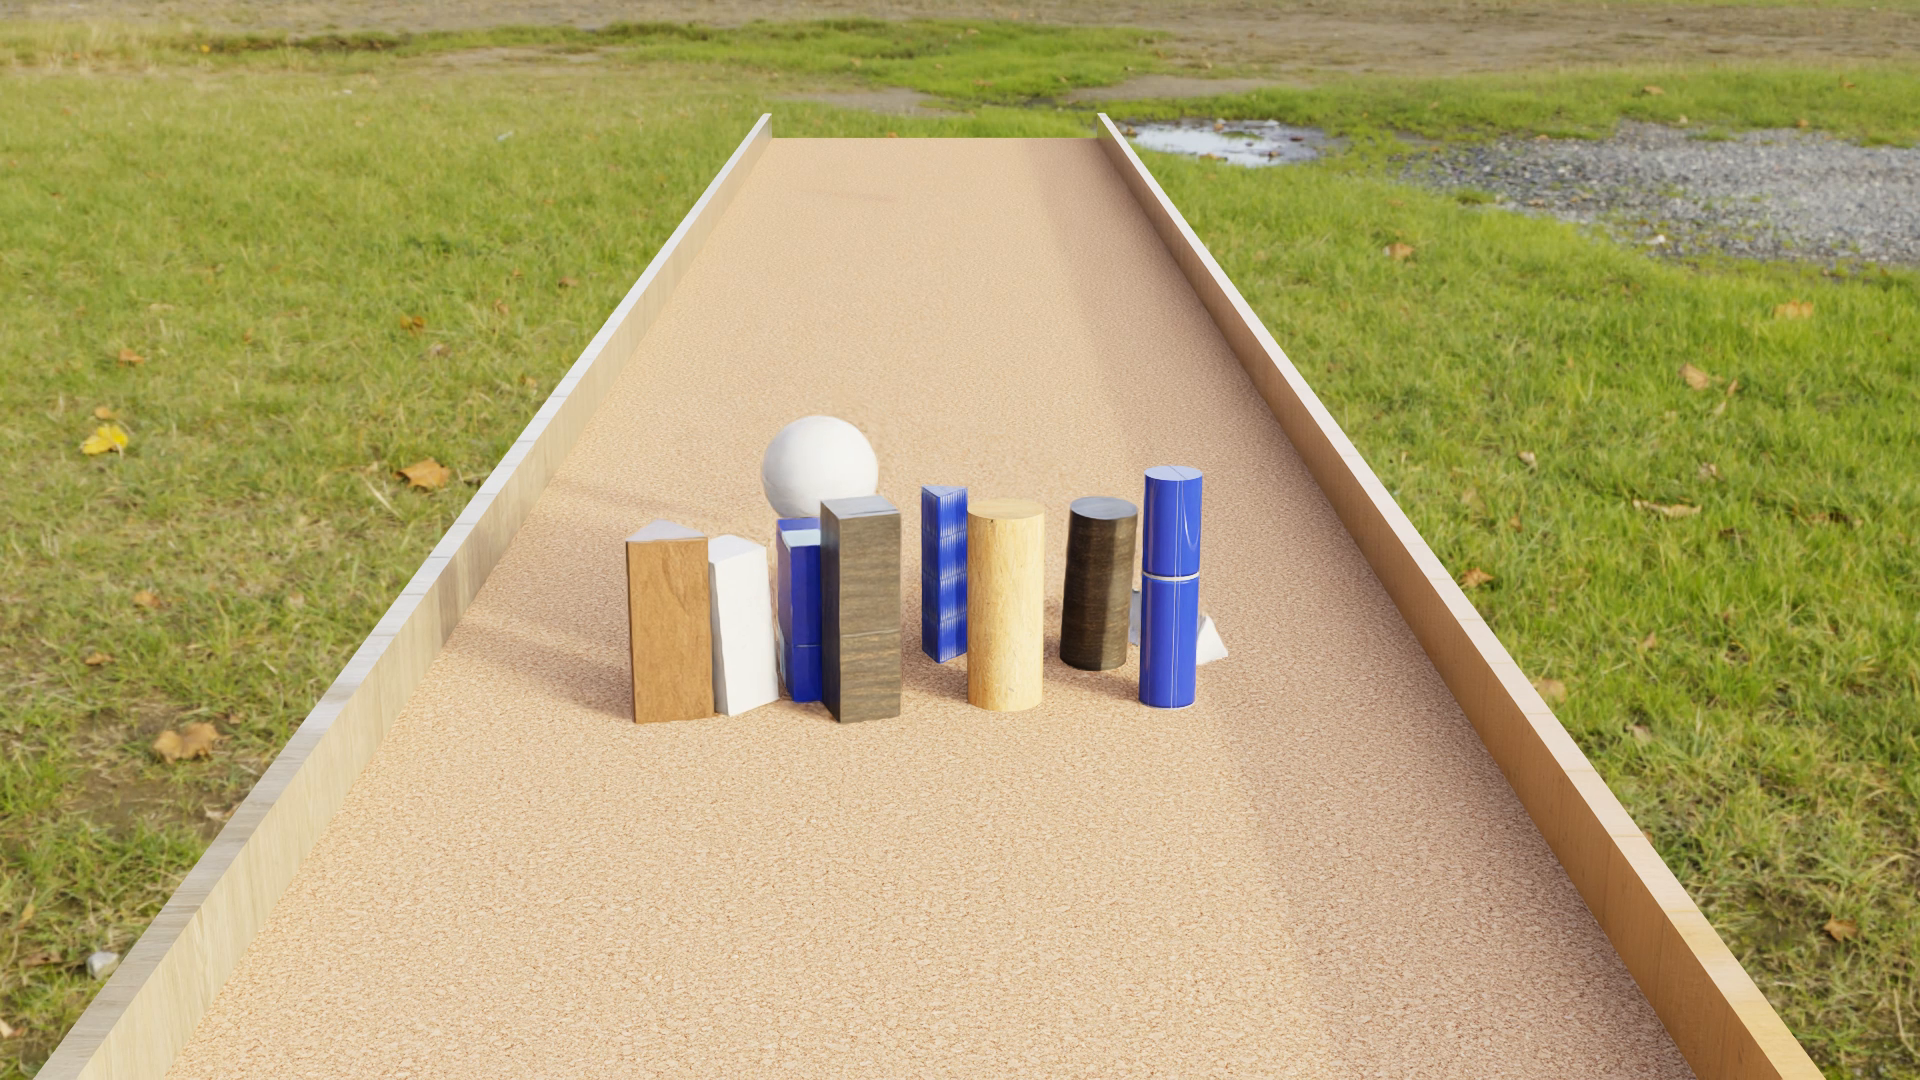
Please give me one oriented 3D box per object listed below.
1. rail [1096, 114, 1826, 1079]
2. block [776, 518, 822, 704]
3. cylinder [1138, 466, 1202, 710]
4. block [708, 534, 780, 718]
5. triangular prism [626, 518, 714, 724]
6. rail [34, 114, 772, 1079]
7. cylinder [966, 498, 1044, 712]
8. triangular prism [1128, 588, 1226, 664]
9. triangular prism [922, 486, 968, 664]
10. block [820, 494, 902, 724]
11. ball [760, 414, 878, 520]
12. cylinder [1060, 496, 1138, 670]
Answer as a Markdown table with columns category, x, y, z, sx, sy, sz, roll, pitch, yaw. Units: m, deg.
| category | x | y | z | sx | sy | sz | roll | pitch | yaw |
| --- | --- | --- | --- | --- | --- | --- | --- | --- | --- |
| rail | 0.932 | -0.844 | 7.801 | 0.050 | 0.150 | 12.000 | 0 | 17 | -1 |
| block | -0.249 | 0.130 | 4.238 | 0.179 | 0.312 | 0.179 | -4 | 18 | -13 |
| cylinder | 0.395 | 0.091 | 4.135 | 0.108 | 0.448 | 0.108 | 0 | 17 | 0 |
| block | -0.434 | 0.160 | 4.138 | 0.116 | 0.307 | 0.116 | -19 | 24 | -37 |
| triangular prism | -0.546 | 0.148 | 4.101 | 0.147 | 0.355 | 0.127 | -4 | 18 | -12 |
| rail | -1.118 | -0.838 | 7.780 | 0.050 | 0.150 | 12.000 | 0 | 17 | -1 |
| cylinder | 0.086 | 0.122 | 4.157 | 0.145 | 0.376 | 0.145 | 0 | 17 | 0 |
| triangular prism | 0.393 | 0.158 | 4.524 | 0.107 | 0.093 | 0.350 | -12 | 20 | -34 |
| triangular prism | -0.045 | 0.064 | 4.403 | 0.079 | 0.347 | 0.091 | 12 | 21 | 36 |
| block | -0.184 | 0.129 | 4.083 | 0.118 | 0.401 | 0.118 | -6 | 19 | -19 |
| ball | -0.278 | -0.131 | 4.353 | 0.233 | 0.233 | 0.233 | 0 | 17 | 0 |
| cylinder | 0.274 | 0.086 | 4.360 | 0.135 | 0.319 | 0.135 | 3 | 21 | -1 |
